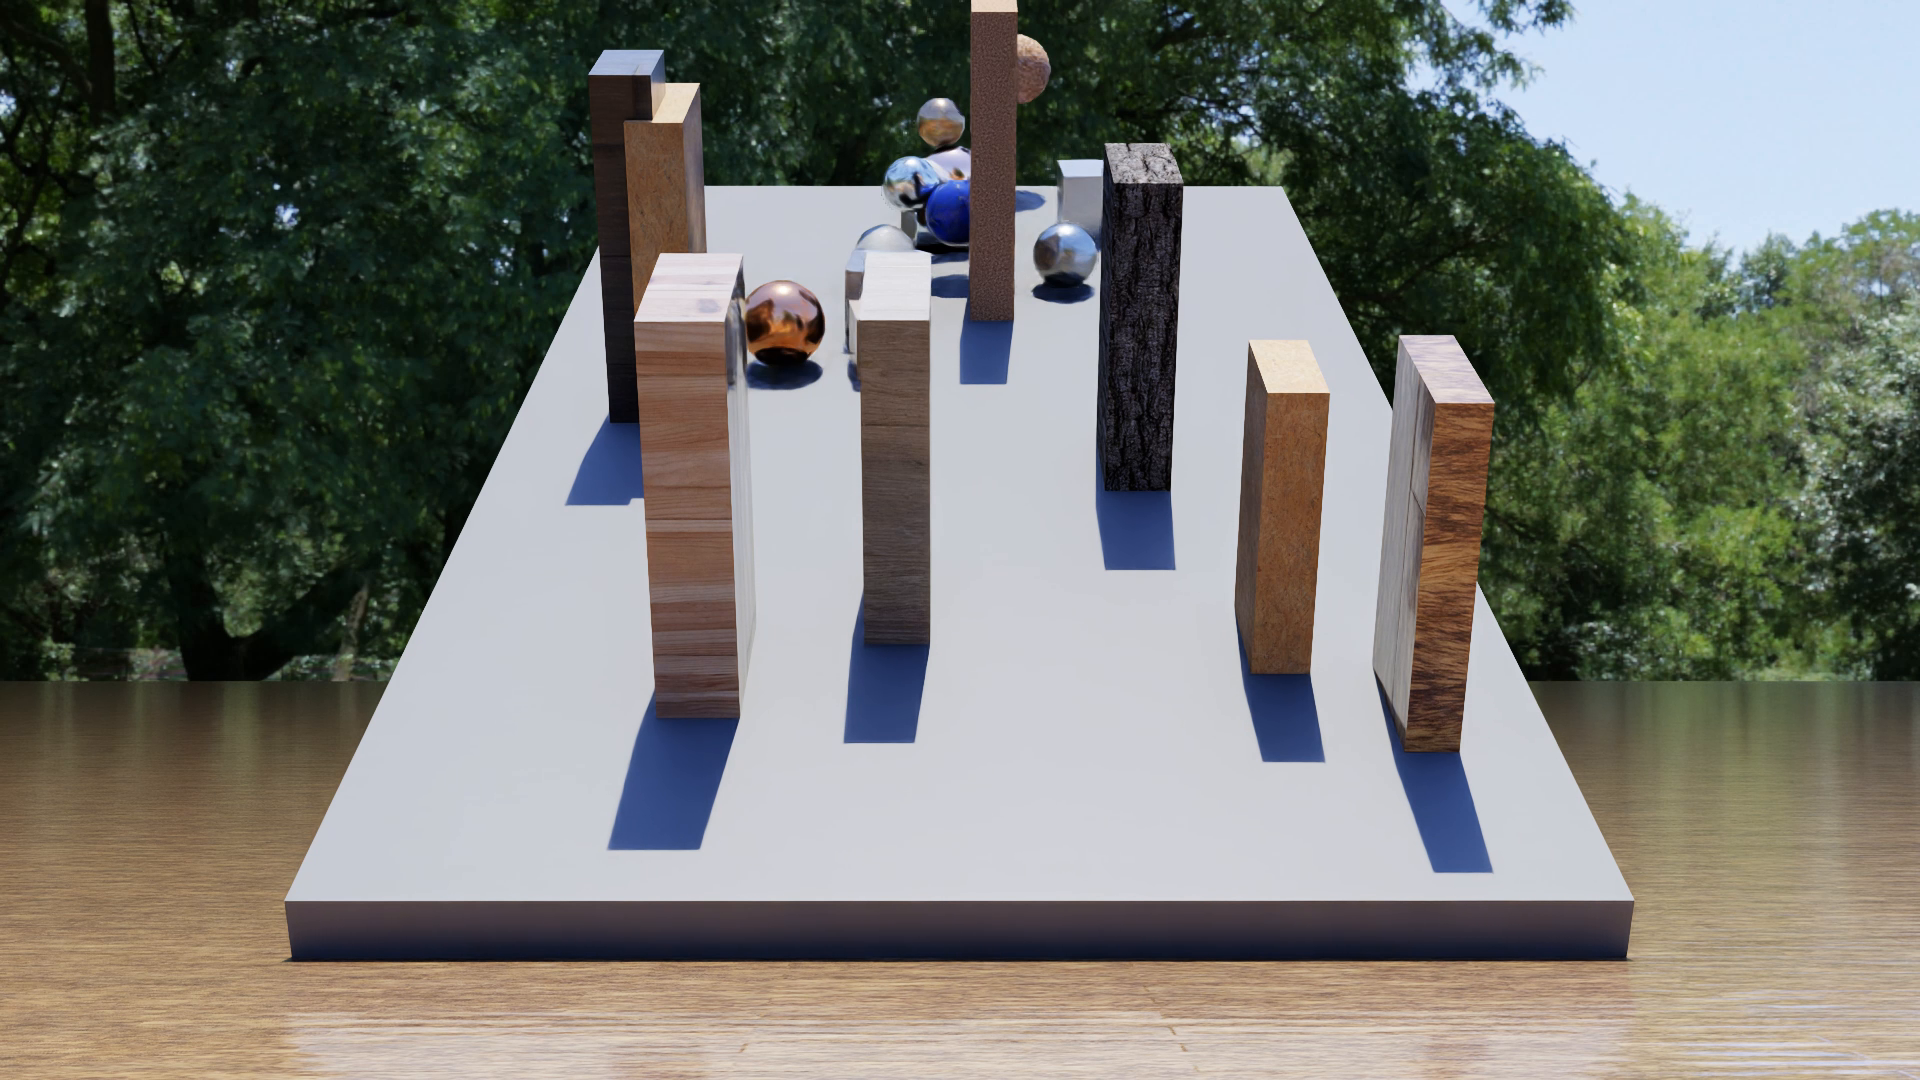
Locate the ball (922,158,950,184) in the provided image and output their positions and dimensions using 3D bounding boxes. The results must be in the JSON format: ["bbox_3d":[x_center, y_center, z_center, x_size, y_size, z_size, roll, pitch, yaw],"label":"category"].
[{"bbox_3d":[-0.111,-1.000,6.619,0.172,0.172,0.172,0,-3,0],"label":"ball"}]

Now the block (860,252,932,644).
[{"bbox_3d":[-0.114,-0.174,4.281,0.120,0.617,0.398,0,24,0],"label":"block"}]

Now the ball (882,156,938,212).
[{"bbox_3d":[-0.133,-0.958,6.260,0.152,0.152,0.152,0,-3,0],"label":"ball"}]

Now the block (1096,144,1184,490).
[{"bbox_3d":[0.374,-0.471,4.900,0.139,0.663,0.320,0,24,0],"label":"block"}]

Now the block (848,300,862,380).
[{"bbox_3d":[-0.181,-0.482,5.559,0.149,0.149,0.149,-4,24,-9],"label":"block"}]

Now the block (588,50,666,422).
[{"bbox_3d":[-0.724,-0.676,5.202,0.132,0.789,0.251,0,24,0],"label":"block"}]

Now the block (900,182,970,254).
[{"bbox_3d":[-0.069,-0.897,6.491,0.156,0.156,0.156,-8,25,-17],"label":"block"}]

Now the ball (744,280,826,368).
[{"bbox_3d":[-0.426,-0.518,5.566,0.208,0.208,0.208,0,-3,0],"label":"ball"}]

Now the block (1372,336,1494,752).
[{"bbox_3d":[0.783,0.004,3.881,0.091,0.618,0.325,0,24,0],"label":"block"}]

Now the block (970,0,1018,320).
[{"bbox_3d":[0.082,-0.977,5.898,0.110,0.782,0.306,0,24,0],"label":"block"}]

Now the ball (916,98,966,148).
[{"bbox_3d":[-0.057,-1.225,6.823,0.145,0.145,0.145,0,-3,0],"label":"ball"}]

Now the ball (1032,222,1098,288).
[{"bbox_3d":[0.277,-0.753,6.149,0.170,0.170,0.170,0,-3,0],"label":"ball"}]

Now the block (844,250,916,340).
[{"bbox_3d":[-0.189,-0.612,5.814,0.180,0.180,0.180,1,24,3],"label":"block"}]

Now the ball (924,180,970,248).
[{"bbox_3d":[-0.005,-0.871,6.203,0.178,0.178,0.178,0,-3,0],"label":"ball"}]

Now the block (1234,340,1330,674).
[{"bbox_3d":[0.569,-0.061,4.136,0.105,0.529,0.274,0,24,0],"label":"block"}]

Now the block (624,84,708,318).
[{"bbox_3d":[-0.655,-0.648,5.260,0.125,0.692,0.375,0,24,0],"label":"block"}]

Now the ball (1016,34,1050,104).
[{"bbox_3d":[0.168,-1.418,7.006,0.208,0.208,0.208,0,-3,0],"label":"ball"}]

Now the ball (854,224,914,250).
[{"bbox_3d":[-0.199,-0.755,6.160,0.162,0.162,0.162,0,-3,0],"label":"ball"}]

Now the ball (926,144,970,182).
[{"bbox_3d":[-0.022,-1.057,6.803,0.197,0.197,0.197,0,-3,0],"label":"ball"}]

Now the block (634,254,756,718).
[{"bbox_3d":[-0.446,-0.096,3.988,0.143,0.710,0.368,0,24,0],"label":"block"}]

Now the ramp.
[{"bbox_3d":[-0.008,-0.228,5.291,2.000,0.100,4.000,0,24,0],"label":"ramp"}]

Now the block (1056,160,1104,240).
[{"bbox_3d":[0.377,-0.969,6.619,0.186,0.186,0.186,-1,24,-3],"label":"block"}]
